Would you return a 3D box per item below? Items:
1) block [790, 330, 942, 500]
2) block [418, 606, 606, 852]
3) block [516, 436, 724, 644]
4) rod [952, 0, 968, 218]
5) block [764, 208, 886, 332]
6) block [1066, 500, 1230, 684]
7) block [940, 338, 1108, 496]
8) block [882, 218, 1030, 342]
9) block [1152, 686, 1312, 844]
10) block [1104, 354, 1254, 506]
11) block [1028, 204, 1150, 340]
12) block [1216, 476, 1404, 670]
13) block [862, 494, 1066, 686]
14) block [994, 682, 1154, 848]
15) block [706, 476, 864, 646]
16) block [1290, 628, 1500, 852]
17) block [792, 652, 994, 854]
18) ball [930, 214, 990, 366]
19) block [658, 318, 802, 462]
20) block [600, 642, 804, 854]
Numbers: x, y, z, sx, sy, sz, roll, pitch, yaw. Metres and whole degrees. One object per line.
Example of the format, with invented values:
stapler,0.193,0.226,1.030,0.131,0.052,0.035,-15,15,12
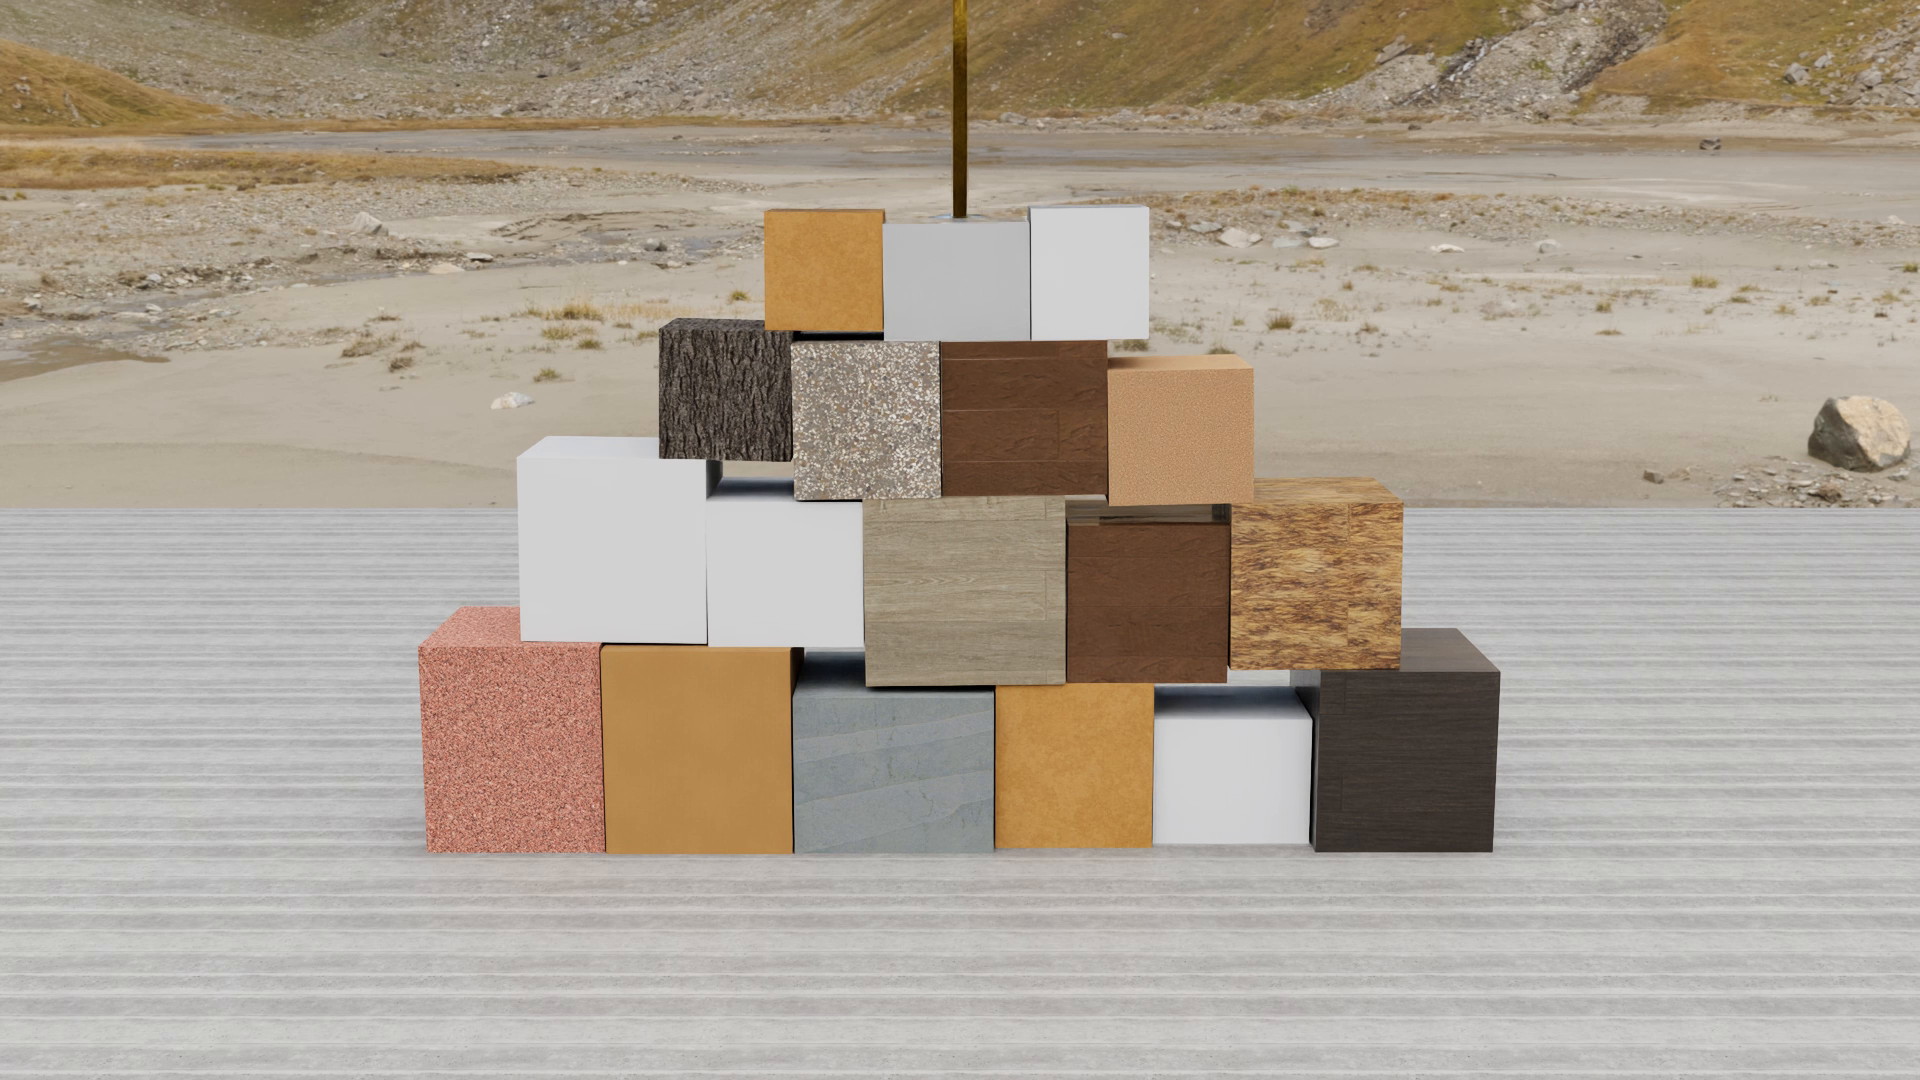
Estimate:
block,-0.453,-0.644,11.045,0.714,0.756,0.815,-1,10,0
block,-2.216,0.958,11.350,0.889,1.055,0.949,0,10,0
block,-1.707,-0.016,11.197,0.920,0.917,0.797,1,10,0
rod,0.000,-4.063,11.355,0.080,5.200,0.080,0,31,0
block,-0.662,-1.348,10.920,0.573,0.571,0.516,0,10,0
block,0.929,0.251,11.233,0.794,0.794,0.786,0,10,0
block,0.315,-0.656,11.065,0.805,0.756,0.738,-1,10,0
block,-0.017,-1.303,10.947,0.710,0.566,0.613,-1,10,0
block,1.369,1.155,11.406,0.791,0.646,0.694,0,10,0
block,1.077,-0.563,11.060,0.709,0.660,0.712,-1,10,0
block,0.629,-1.339,10.926,0.568,0.631,0.605,-1,10,0
block,1.749,0.156,11.203,0.837,0.829,0.844,-1,10,0
block,0.023,0.184,11.204,0.988,0.940,0.817,-1,10,0
block,0.570,1.060,11.368,0.786,0.847,0.788,0,10,0
block,-0.860,0.098,11.212,0.768,0.725,0.825,0,10,0
block,2.217,1.016,11.384,0.886,0.928,0.986,0,10,0
block,-0.328,1.081,11.387,0.991,0.800,1.001,0,10,0
ball,0.000,-1.134,13.082,1.600,1.600,1.600,0,10,0
block,-1.143,-0.762,11.024,0.644,0.634,0.678,1,10,0
block,-1.298,0.966,11.360,0.928,1.035,1.010,0,10,0
